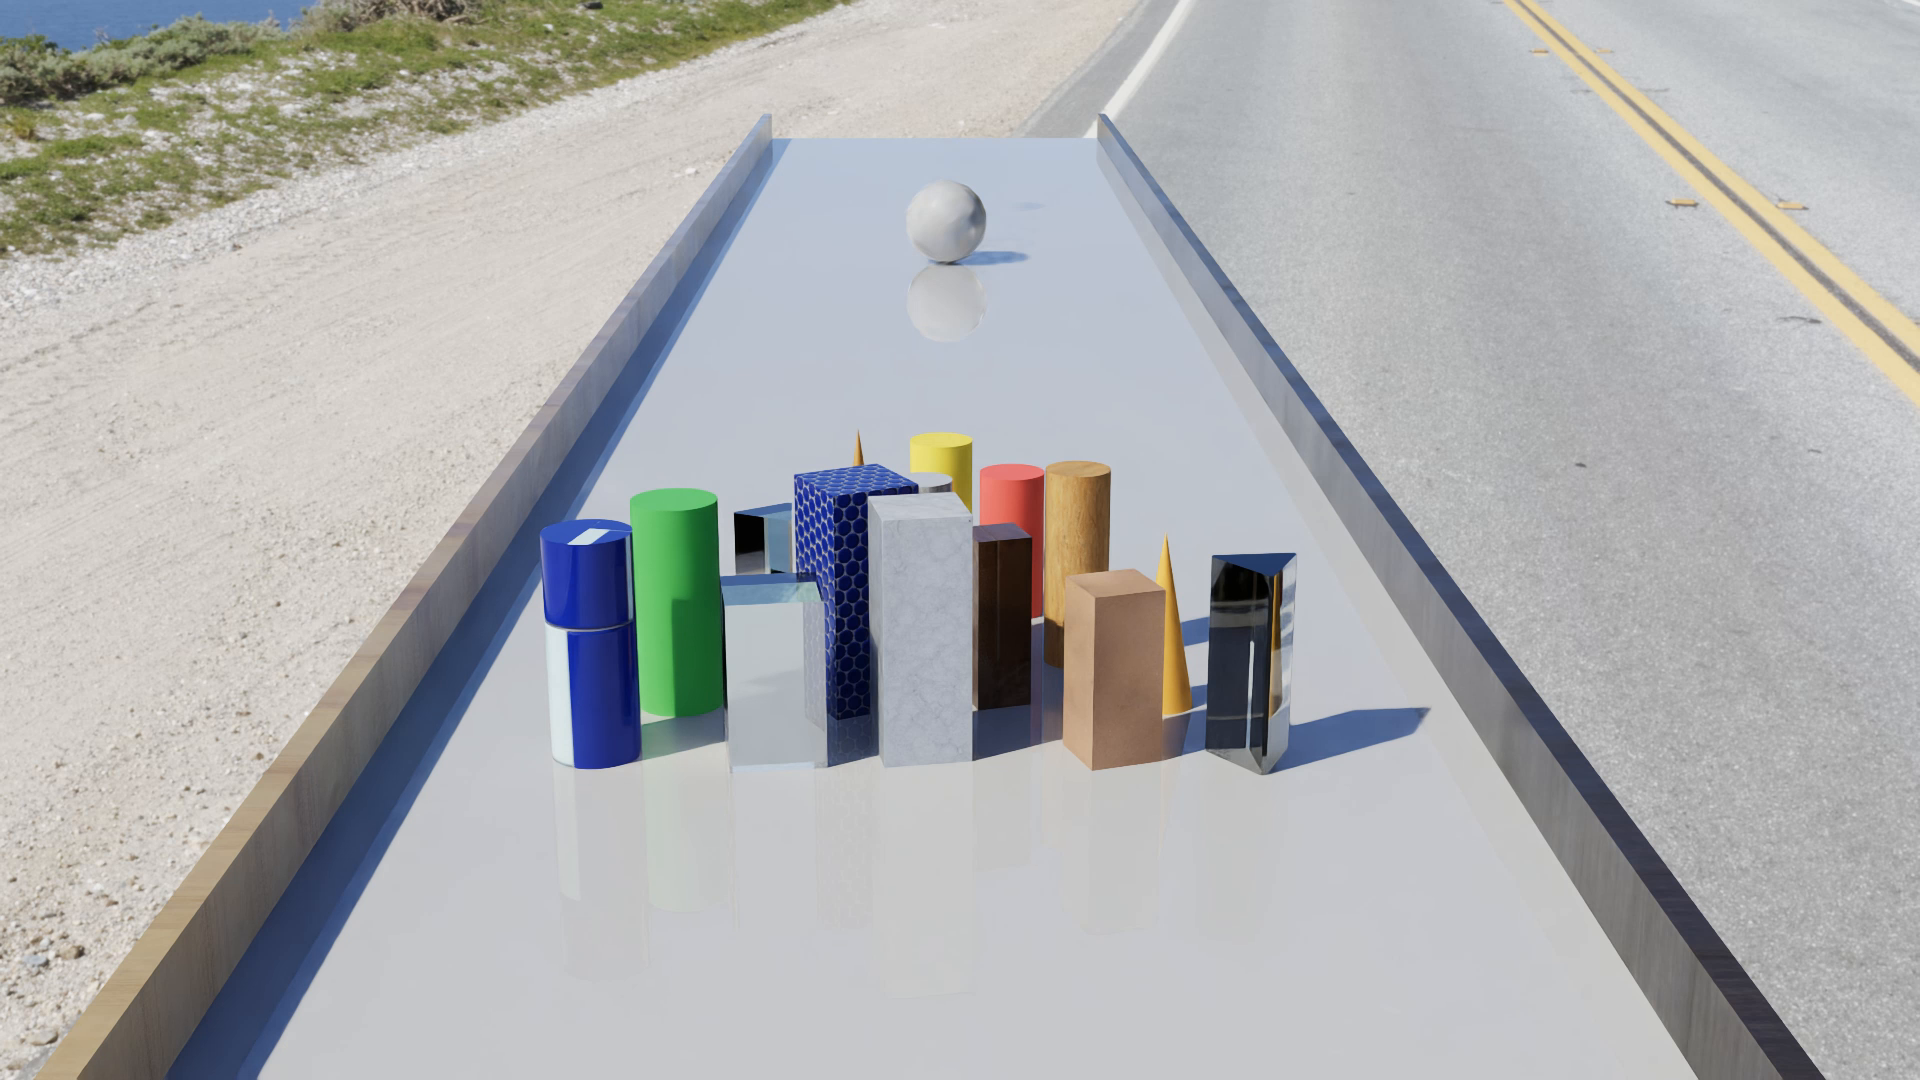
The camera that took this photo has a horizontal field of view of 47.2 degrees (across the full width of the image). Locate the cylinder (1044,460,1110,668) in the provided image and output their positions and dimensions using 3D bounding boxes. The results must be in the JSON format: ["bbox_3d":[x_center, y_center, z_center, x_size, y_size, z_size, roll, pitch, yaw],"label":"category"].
[{"bbox_3d":[0.232,0.050,4.366,0.128,0.395,0.128,0,17,0],"label":"cylinder"}]

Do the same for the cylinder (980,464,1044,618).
[{"bbox_3d":[0.110,0.004,4.673,0.137,0.308,0.137,0,17,0],"label":"cylinder"}]

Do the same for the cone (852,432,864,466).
[{"bbox_3d":[-0.211,-0.034,4.614,0.126,0.414,0.126,0,17,0],"label":"cone"}]

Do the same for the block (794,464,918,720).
[{"bbox_3d":[-0.194,0.095,4.148,0.173,0.433,0.173,-9,19,-27],"label":"block"}]

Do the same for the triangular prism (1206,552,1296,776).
[{"bbox_3d":[0.538,0.209,3.885,0.130,0.365,0.150,-12,20,-35],"label":"triangular prism"}]

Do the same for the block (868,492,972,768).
[{"bbox_3d":[-0.071,0.158,3.899,0.158,0.454,0.158,-3,17,-11],"label":"block"}]

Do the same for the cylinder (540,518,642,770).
[{"bbox_3d":[-0.651,0.183,3.887,0.160,0.413,0.160,0,17,0],"label":"cylinder"}]

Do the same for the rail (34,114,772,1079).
[{"bbox_3d":[-1.118,-0.838,7.780,0.050,0.150,12.000,0,17,-1],"label":"rail"}]

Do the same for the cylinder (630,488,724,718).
[{"bbox_3d":[-0.531,0.116,4.133,0.162,0.400,0.162,0,17,0],"label":"cylinder"}]

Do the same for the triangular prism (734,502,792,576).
[{"bbox_3d":[-0.364,0.086,4.399,0.129,0.306,0.112,8,18,25],"label":"triangular prism"}]

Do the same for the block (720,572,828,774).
[{"bbox_3d":[-0.331,0.233,3.901,0.171,0.309,0.171,-3,17,-8],"label":"block"}]

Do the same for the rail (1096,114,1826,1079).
[{"bbox_3d":[0.932,-0.844,7.801,0.050,0.150,12.000,0,17,-1],"label":"rail"}]

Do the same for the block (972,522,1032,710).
[{"bbox_3d":[0.068,0.144,4.162,0.105,0.331,0.105,-5,17,-17],"label":"block"}]

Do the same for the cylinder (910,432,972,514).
[{"bbox_3d":[-0.042,-0.067,4.890,0.138,0.321,0.138,0,17,0],"label":"cylinder"}]

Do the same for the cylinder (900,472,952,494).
[{"bbox_3d":[-0.071,0.060,4.369,0.114,0.374,0.114,0,17,0],"label":"cylinder"}]

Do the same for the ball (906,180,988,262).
[{"bbox_3d":[-0.056,-1.310,9.042,0.336,0.336,0.336,0,17,0],"label":"ball"}]

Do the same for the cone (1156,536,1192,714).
[{"bbox_3d":[0.383,0.147,4.132,0.119,0.342,0.119,0,17,0],"label":"cone"}]

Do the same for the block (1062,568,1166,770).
[{"bbox_3d":[0.272,0.228,3.898,0.134,0.320,0.134,-6,18,-19],"label":"block"}]
